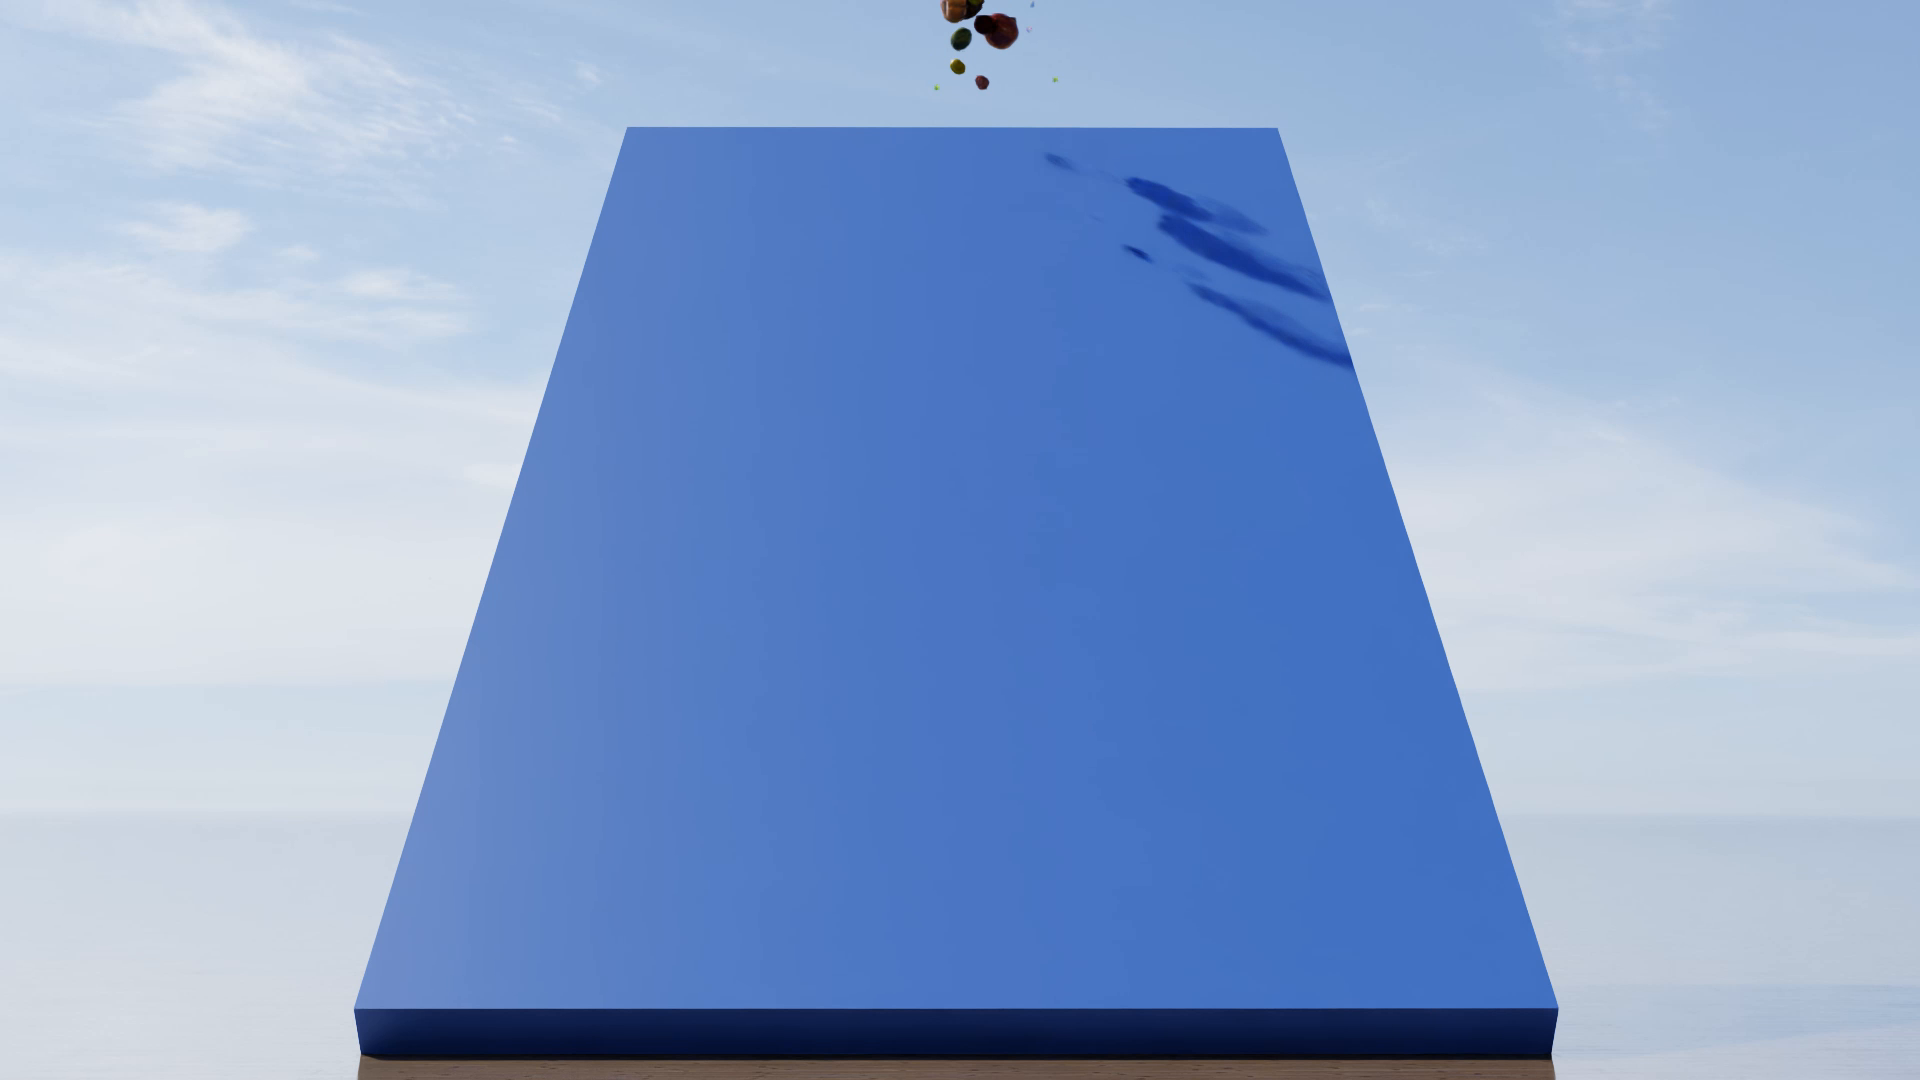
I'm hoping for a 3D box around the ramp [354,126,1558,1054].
[{"bbox_3d":[-0.014,-0.203,5.771,2.000,0.100,4.000,0,31,0],"label":"ramp"}]
